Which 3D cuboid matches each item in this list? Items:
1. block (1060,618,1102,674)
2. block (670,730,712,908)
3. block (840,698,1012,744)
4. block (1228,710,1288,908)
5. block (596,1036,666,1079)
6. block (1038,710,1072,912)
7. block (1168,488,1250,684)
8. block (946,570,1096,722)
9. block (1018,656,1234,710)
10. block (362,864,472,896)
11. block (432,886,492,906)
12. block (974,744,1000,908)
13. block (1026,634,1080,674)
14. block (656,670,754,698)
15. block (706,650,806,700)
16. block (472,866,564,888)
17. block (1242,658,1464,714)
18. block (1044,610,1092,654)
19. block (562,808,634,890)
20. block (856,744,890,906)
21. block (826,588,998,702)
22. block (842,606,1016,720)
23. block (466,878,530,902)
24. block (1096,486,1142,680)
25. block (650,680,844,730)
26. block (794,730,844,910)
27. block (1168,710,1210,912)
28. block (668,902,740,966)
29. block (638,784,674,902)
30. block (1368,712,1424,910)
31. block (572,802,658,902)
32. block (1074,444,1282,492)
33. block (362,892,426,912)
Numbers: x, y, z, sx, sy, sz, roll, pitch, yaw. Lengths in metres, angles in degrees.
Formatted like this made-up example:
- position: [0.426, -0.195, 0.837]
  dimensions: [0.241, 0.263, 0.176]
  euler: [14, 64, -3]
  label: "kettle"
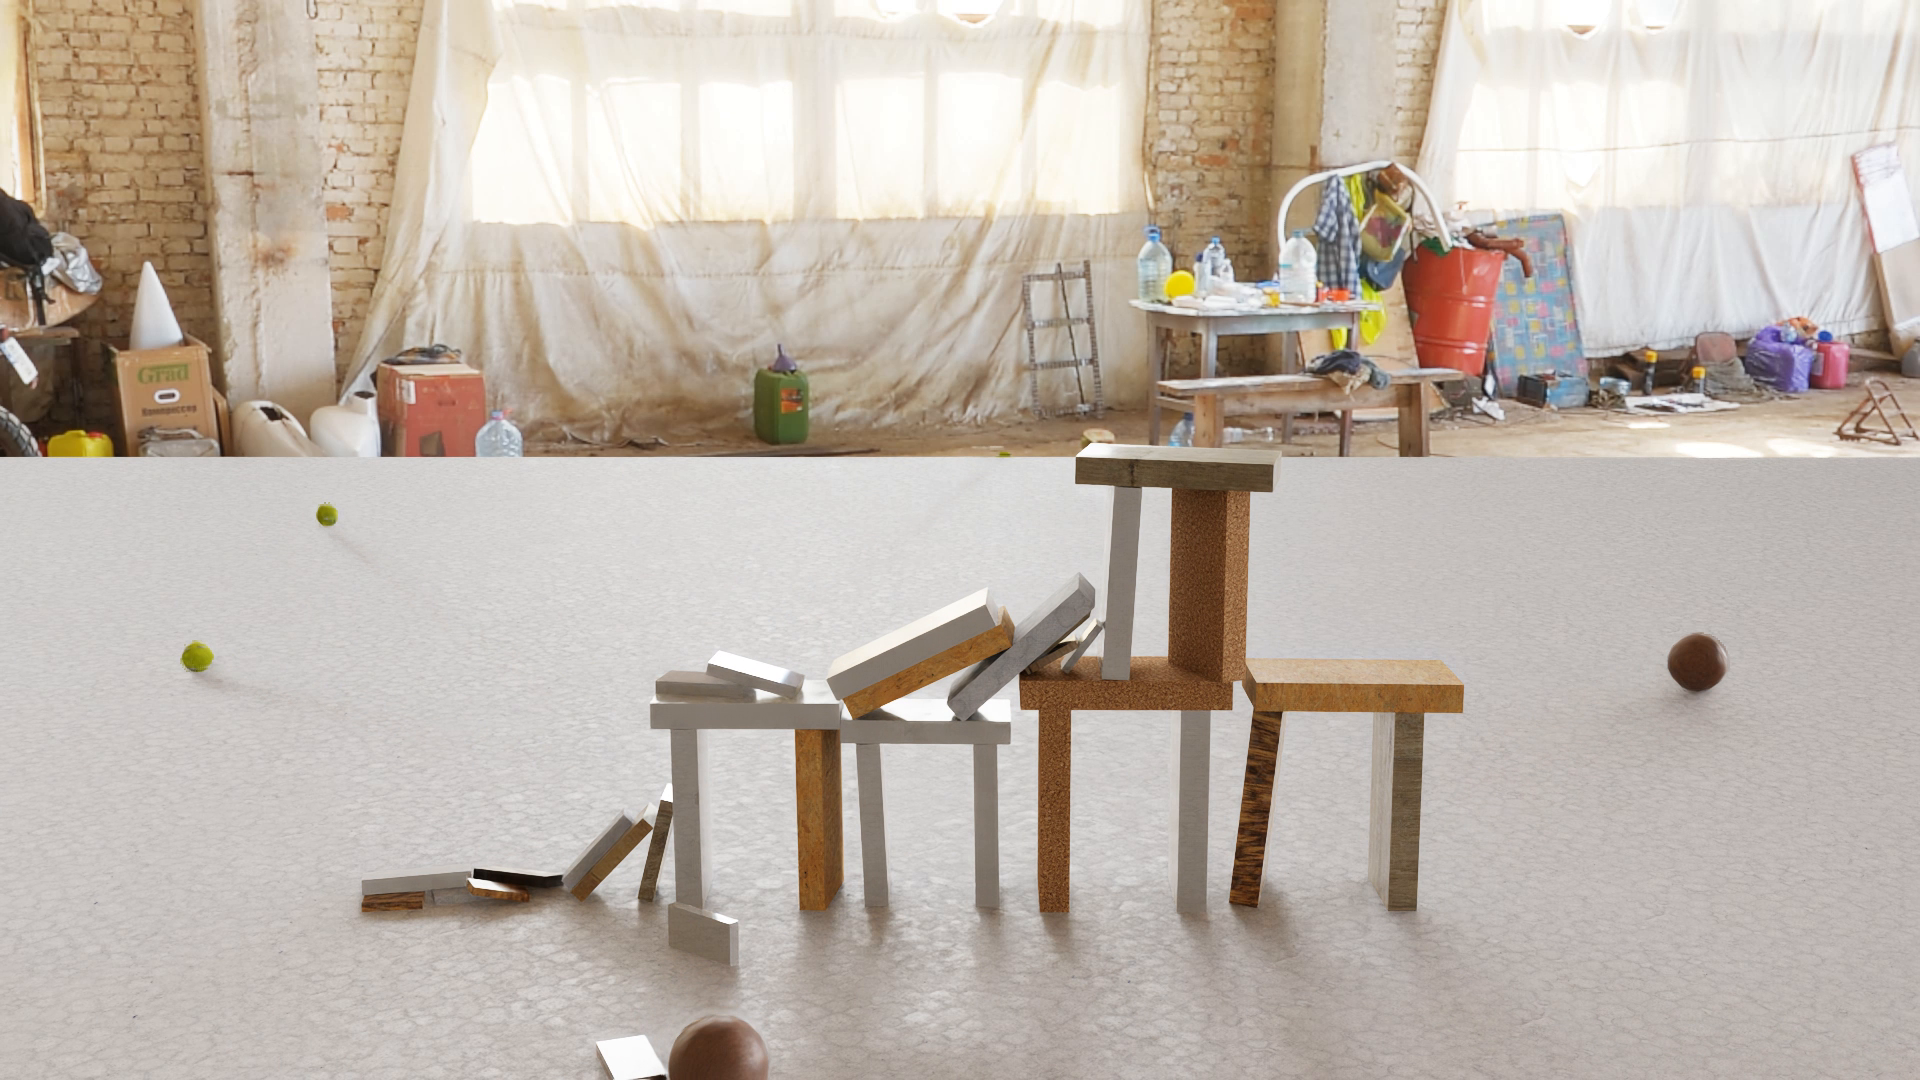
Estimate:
- position: [0.198, 0.172, 3.572]
  dimensions: [0.013, 0.094, 0.047]
  euler: [36, 9, -5]
  label: "block"
- position: [-0.443, 0.441, 3.639]
  dimensions: [0.043, 0.304, 0.152]
  euler: [-1, 11, 0]
  label: "block"
- position: [-0.055, 0.298, 3.619]
  dimensions: [0.275, 0.039, 0.138]
  euler: [0, 11, 0]
  label: "block"
- position: [0.498, 0.422, 3.651]
  dimensions: [0.047, 0.333, 0.166]
  euler: [8, 12, 12]
  label: "block"
- position: [-0.445, 0.709, 2.975]
  dimensions: [0.067, 0.019, 0.135]
  euler: [-4, 11, -20]
  label: "block"
- position: [0.155, 0.424, 3.633]
  dimensions: [0.048, 0.339, 0.170]
  euler: [0, 11, 1]
  label: "block"
- position: [0.400, 0.060, 3.546]
  dimensions: [0.044, 0.311, 0.156]
  euler: [-5, 12, -28]
  label: "block"
- position: [0.100, 0.172, 3.582]
  dimensions: [0.285, 0.040, 0.143]
  euler: [-42, 5, 10]
  label: "block"
- position: [0.267, 0.233, 3.598]
  dimensions: [0.339, 0.048, 0.170]
  euler: [0, 11, 1]
  label: "block"
- position: [-0.907, 0.567, 3.677]
  dimensions: [0.176, 0.025, 0.088]
  euler: [-3, 1, -13]
  label: "block"
- position: [-0.825, 0.587, 3.650]
  dimensions: [0.096, 0.014, 0.048]
  euler: [-4, 11, -20]
  label: "block"
- position: [0.044, 0.454, 3.647]
  dimensions: [0.039, 0.275, 0.138]
  euler: [-1, 11, 1]
  label: "block"
- position: [0.149, 0.185, 3.567]
  dimensions: [0.094, 0.013, 0.047]
  euler: [-29, 8, 7]
  label: "block"
- position: [-0.417, 0.236, 3.611]
  dimensions: [0.149, 0.021, 0.075]
  euler: [2, 11, 12]
  label: "block"
- position: [-0.333, 0.220, 3.593]
  dimensions: [0.149, 0.021, 0.075]
  euler: [15, 13, 4]
  label: "block"
- position: [-0.742, 0.566, 3.698]
  dimensions: [0.135, 0.019, 0.068]
  euler: [4, -4, 18]
  label: "block"
- position: [0.640, 0.238, 3.605]
  dimensions: [0.333, 0.047, 0.166]
  euler: [1, 11, -1]
  label: "block"
- position: [0.173, 0.144, 3.568]
  dimensions: [0.094, 0.013, 0.047]
  euler: [-41, 5, 14]
  label: "block"
- position: [-0.607, 0.516, 3.686]
  dimensions: [0.021, 0.149, 0.075]
  euler: [43, -3, -7]
  label: "block"
- position: [-0.143, 0.453, 3.648]
  dimensions: [0.039, 0.275, 0.138]
  euler: [-3, 11, 0]
  label: "block"
- position: [-0.076, 0.169, 3.587]
  dimensions: [0.285, 0.040, 0.143]
  euler: [-25, 8, 6]
  label: "block"
- position: [-0.049, 0.199, 3.598]
  dimensions: [0.285, 0.040, 0.143]
  euler: [-25, 8, 8]
  label: "block"
- position: [-0.761, 0.578, 3.626]
  dimensions: [0.096, 0.014, 0.048]
  euler: [13, 4, -27]
  label: "block"
- position: [0.258, 0.057, 3.562]
  dimensions: [0.044, 0.311, 0.156]
  euler: [3, 11, 0]
  label: "block"
- position: [-0.346, 0.270, 3.608]
  dimensions: [0.304, 0.043, 0.152]
  euler: [0, 11, 0]
  label: "block"
- position: [-0.231, 0.441, 3.635]
  dimensions: [0.043, 0.304, 0.152]
  euler: [1, 11, 9]
  label: "block"
- position: [0.378, 0.424, 3.635]
  dimensions: [0.048, 0.339, 0.170]
  euler: [0, 11, 1]
  label: "block"
- position: [-0.396, 0.607, 3.393]
  dimensions: [0.135, 0.067, 0.019]
  euler: [8, 13, 38]
  label: "block"
- position: [-0.499, 0.503, 3.654]
  dimensions: [0.025, 0.176, 0.088]
  euler: [14, 10, -3]
  label: "block"
- position: [0.720, 0.426, 3.639]
  dimensions: [0.047, 0.333, 0.166]
  euler: [0, 11, -1]
  label: "block"
- position: [-0.572, 0.519, 3.658]
  dimensions: [0.025, 0.176, 0.088]
  euler: [43, 8, -7]
  label: "block"
- position: [0.351, -0.116, 3.520]
  dimensions: [0.311, 0.044, 0.156]
  euler: [3, 11, 12]
  label: "block"
- position: [-0.930, 0.594, 3.611]
  dimensions: [0.096, 0.014, 0.048]
  euler: [-2, 11, -8]
  label: "block"
